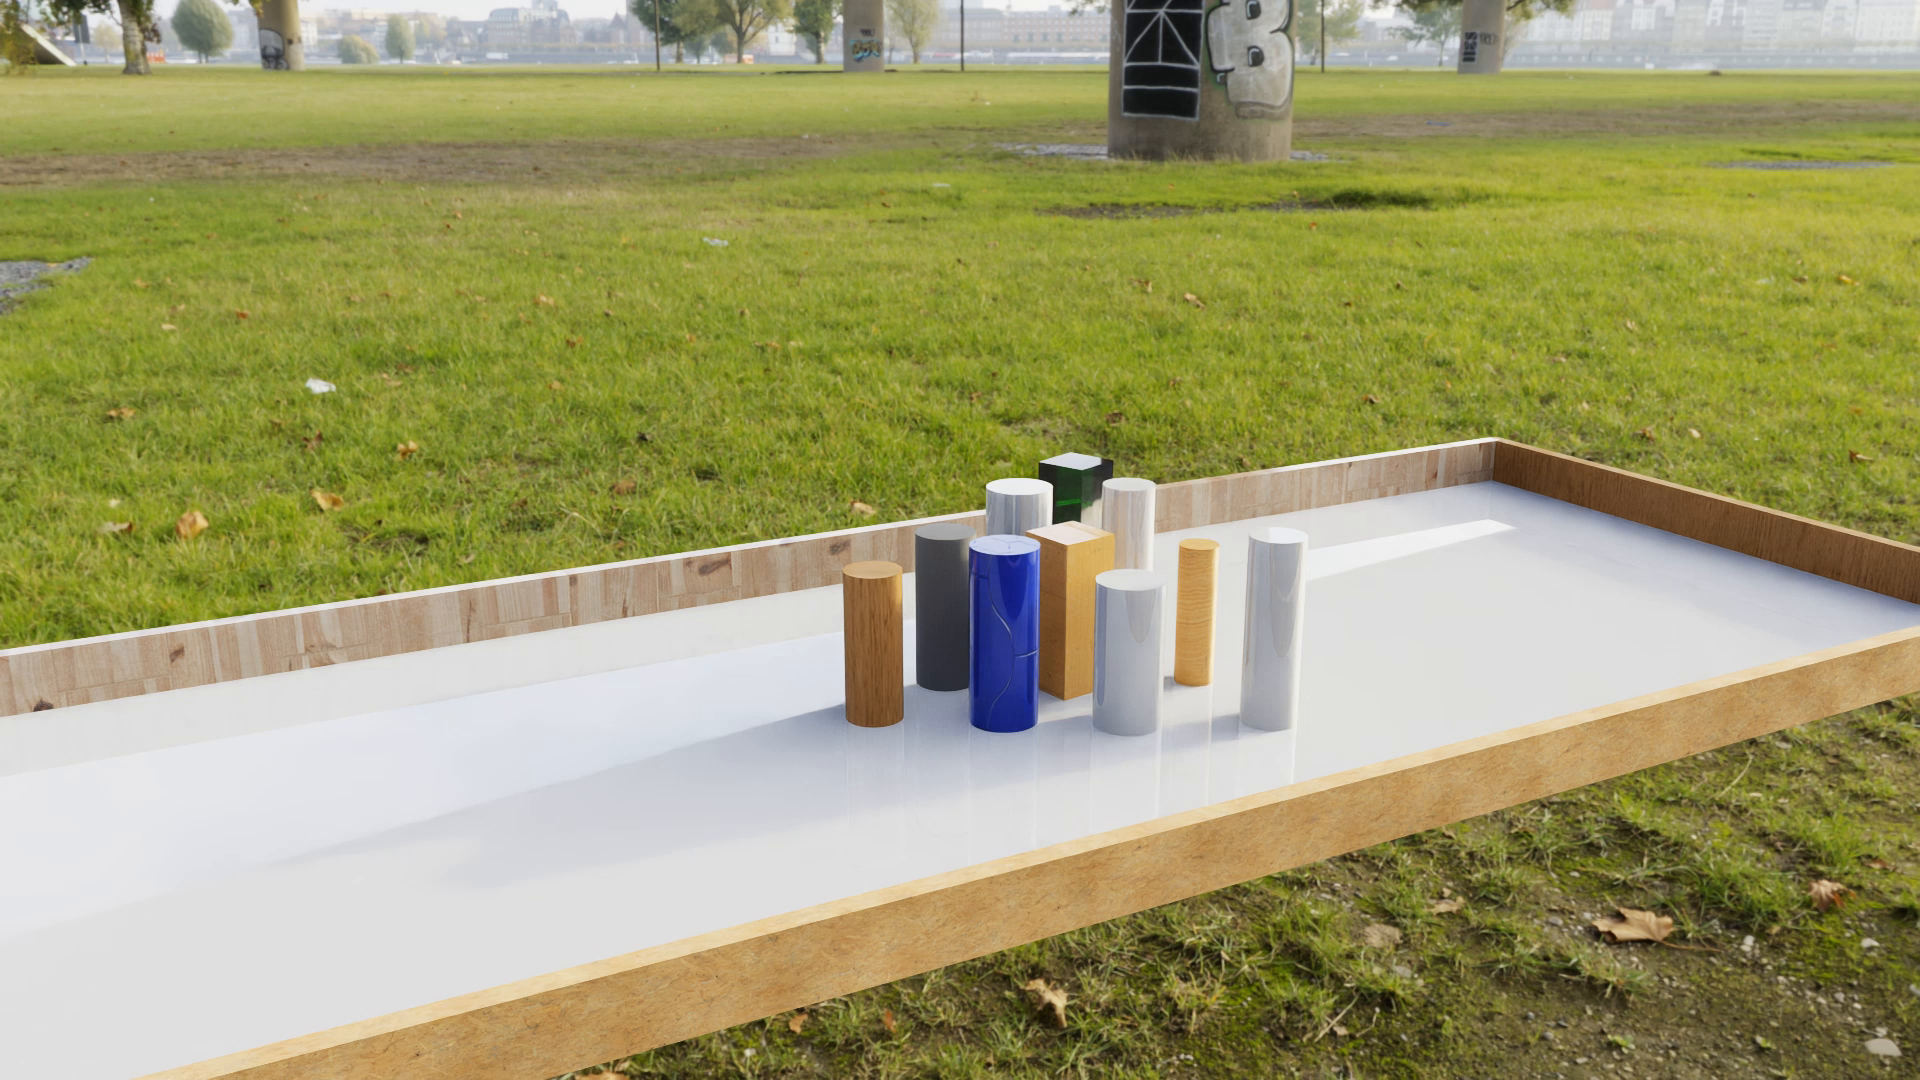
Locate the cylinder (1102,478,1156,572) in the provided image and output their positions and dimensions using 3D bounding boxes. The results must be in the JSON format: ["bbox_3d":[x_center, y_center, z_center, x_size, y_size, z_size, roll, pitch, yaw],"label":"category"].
[{"bbox_3d":[0.437,0.070,4.323,0.137,0.447,0.137,0,16,0],"label":"cylinder"}]

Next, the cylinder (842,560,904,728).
[{"bbox_3d":[-0.203,0.244,3.875,0.138,0.366,0.138,0,16,0],"label":"cylinder"}]

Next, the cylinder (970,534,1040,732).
[{"bbox_3d":[0.103,0.218,3.848,0.165,0.432,0.165,0,16,0],"label":"cylinder"}]

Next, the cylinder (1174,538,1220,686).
[{"bbox_3d":[0.589,0.181,4.109,0.100,0.356,0.100,0,16,0],"label":"cylinder"}]

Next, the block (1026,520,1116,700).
[{"bbox_3d":[0.268,0.172,4.068,0.154,0.396,0.154,-12,20,-36],"label":"block"}]

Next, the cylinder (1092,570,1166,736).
[{"bbox_3d":[0.393,0.261,3.840,0.164,0.354,0.164,0,16,0],"label":"cylinder"}]

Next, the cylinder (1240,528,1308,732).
[{"bbox_3d":[0.729,0.208,3.840,0.135,0.456,0.135,0,16,0],"label":"cylinder"}]

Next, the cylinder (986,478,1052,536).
[{"bbox_3d":[0.155,0.068,4.354,0.174,0.433,0.174,0,16,0],"label":"cylinder"}]

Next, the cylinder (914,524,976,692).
[{"bbox_3d":[-0.035,0.166,4.096,0.150,0.390,0.150,0,16,0],"label":"cylinder"}]

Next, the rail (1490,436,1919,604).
[{"bbox_3d":[2.466,-0.048,5.253,0.050,0.150,2.100,-9,18,-27],"label":"rail"}]

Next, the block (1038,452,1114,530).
[{"bbox_3d":[0.319,-0.007,4.599,0.147,0.439,0.147,13,21,38],"label":"block"}]

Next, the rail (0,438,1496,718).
[{"bbox_3d":[-3.305,0.497,3.399,12.000,0.150,0.050,-9,18,-27],"label":"rail"}]

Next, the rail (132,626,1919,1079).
[{"bbox_3d":[-2.336,1.006,1.665,12.000,0.150,0.050,-9,18,-27],"label":"rail"}]
